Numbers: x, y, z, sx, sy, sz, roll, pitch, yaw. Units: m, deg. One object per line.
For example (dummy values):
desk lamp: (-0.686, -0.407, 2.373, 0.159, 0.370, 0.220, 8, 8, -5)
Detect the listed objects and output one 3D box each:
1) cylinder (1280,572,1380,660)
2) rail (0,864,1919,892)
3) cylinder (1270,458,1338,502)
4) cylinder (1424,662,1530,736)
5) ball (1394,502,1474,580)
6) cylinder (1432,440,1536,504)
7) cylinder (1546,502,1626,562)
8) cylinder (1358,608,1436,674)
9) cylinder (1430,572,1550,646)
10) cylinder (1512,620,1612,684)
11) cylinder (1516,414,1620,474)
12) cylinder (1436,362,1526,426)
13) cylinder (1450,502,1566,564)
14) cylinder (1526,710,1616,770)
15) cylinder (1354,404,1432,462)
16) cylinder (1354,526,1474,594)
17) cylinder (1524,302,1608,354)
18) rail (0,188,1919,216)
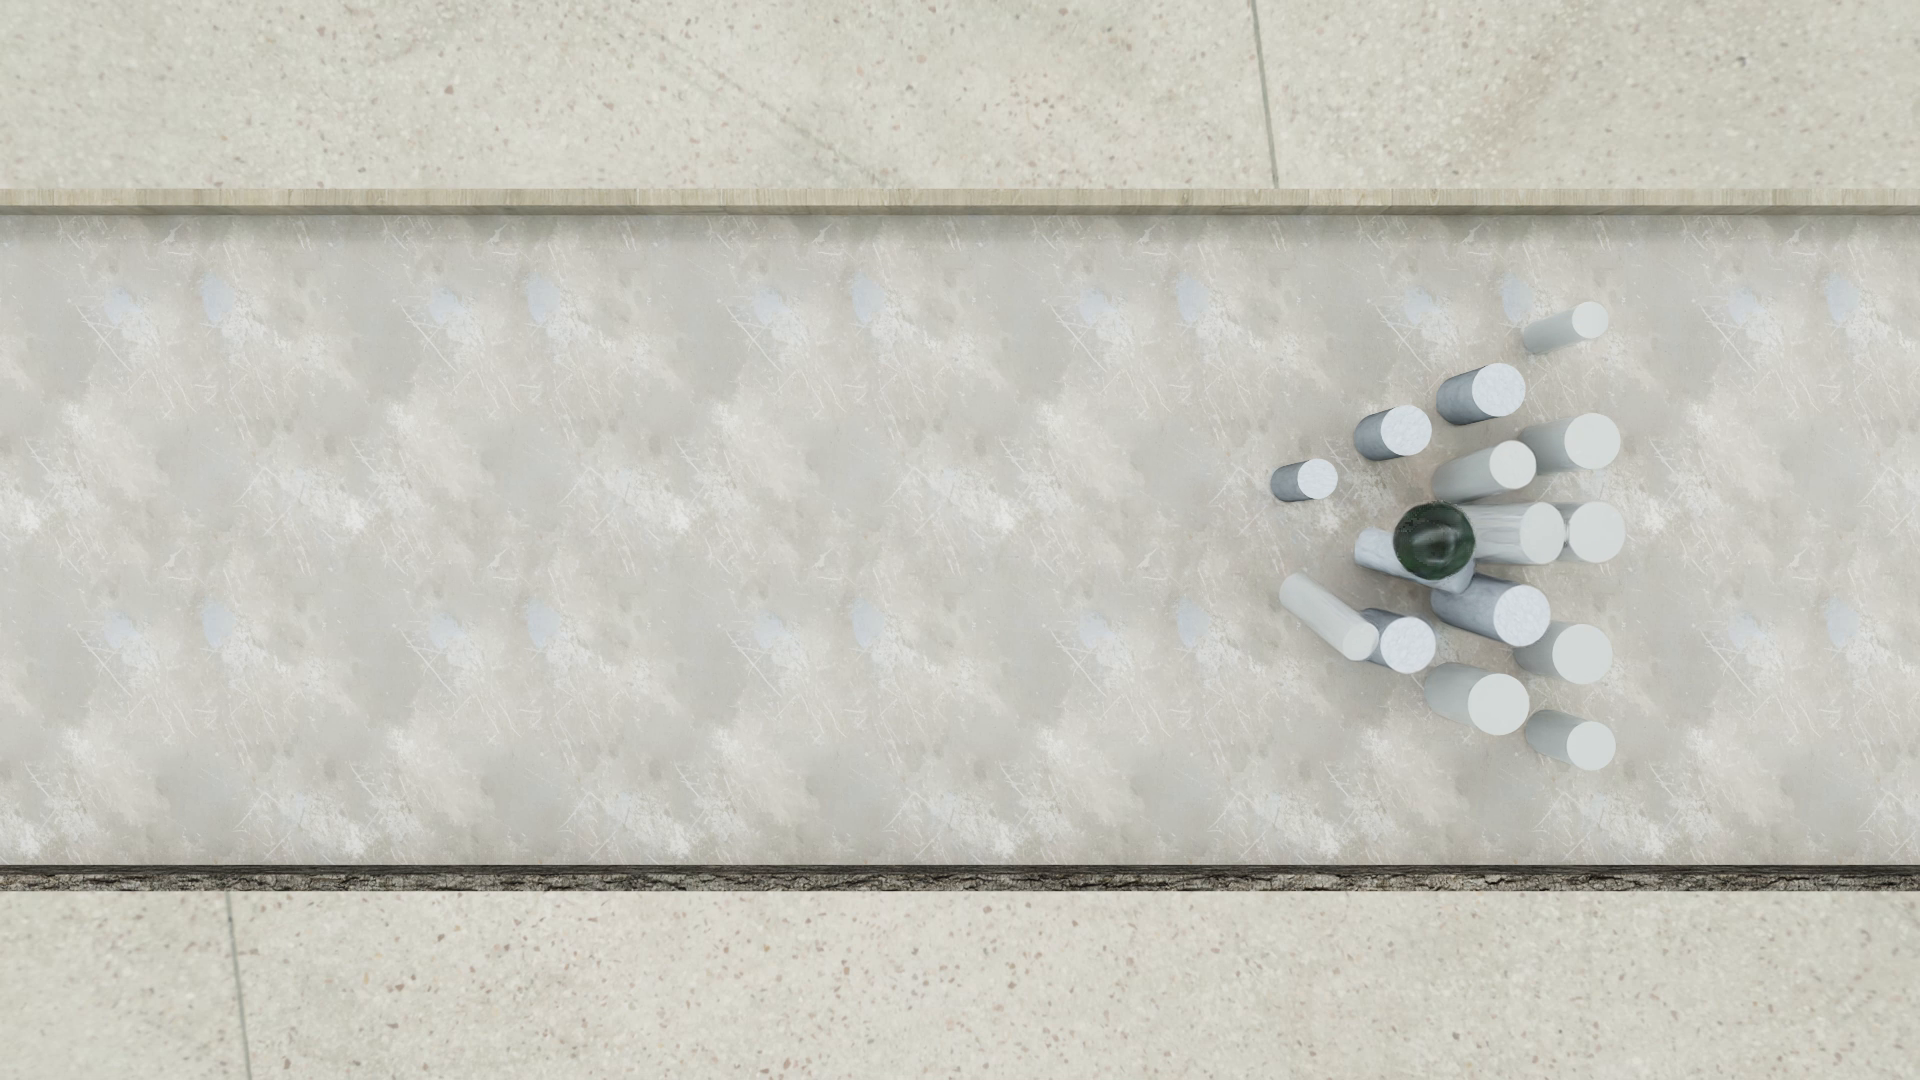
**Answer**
cylinder: (1.090, 0.223, 4.888, 0.120, 0.366, 0.120, -8, 115, -17)
rail: (-2.247, 1.025, 5.001, 12.000, 0.150, 0.050, 0, 90, 0)
cylinder: (1.012, -0.173, 4.872, 0.114, 0.409, 0.114, 0, 90, 0)
cylinder: (1.514, 0.462, 4.856, 0.173, 0.441, 0.173, 0, 90, 0)
ball: (1.355, 0.003, 4.720, 0.225, 0.225, 0.225, 0, 90, 0)
cylinder: (1.535, -0.193, 4.852, 0.136, 0.436, 0.136, 0, 85, -5)
cylinder: (1.792, -0.025, 4.884, 0.175, 0.366, 0.175, 0, 91, -7)
cylinder: (1.278, 0.296, 4.905, 0.162, 0.334, 0.162, 0, 92, -3)
cylinder: (1.562, 0.196, 4.874, 0.176, 0.376, 0.176, -1, 96, -11)
cylinder: (1.788, 0.328, 4.907, 0.173, 0.339, 0.173, 0, 90, 0)
cylinder: (1.788, -0.280, 4.870, 0.159, 0.414, 0.159, 0, 90, 0)
cylinder: (1.541, -0.430, 4.897, 0.154, 0.359, 0.154, 0, 90, 0)
cylinder: (1.556, -0.020, 4.851, 0.174, 0.418, 0.174, 0, 90, -26)
cylinder: (1.810, 0.591, 4.903, 0.141, 0.347, 0.141, 0, 90, 0)
cylinder: (1.286, -0.316, 4.914, 0.146, 0.324, 0.146, 0, 90, 0)
cylinder: (1.353, 0.060, 4.924, 0.326, 0.126, 0.126, 18, 90, 40)
cylinder: (1.785, -0.623, 4.874, 0.104, 0.405, 0.104, 0, 90, 0)
rail: (-2.247, -1.025, 5.002, 12.000, 0.150, 0.050, 0, 90, 0)
